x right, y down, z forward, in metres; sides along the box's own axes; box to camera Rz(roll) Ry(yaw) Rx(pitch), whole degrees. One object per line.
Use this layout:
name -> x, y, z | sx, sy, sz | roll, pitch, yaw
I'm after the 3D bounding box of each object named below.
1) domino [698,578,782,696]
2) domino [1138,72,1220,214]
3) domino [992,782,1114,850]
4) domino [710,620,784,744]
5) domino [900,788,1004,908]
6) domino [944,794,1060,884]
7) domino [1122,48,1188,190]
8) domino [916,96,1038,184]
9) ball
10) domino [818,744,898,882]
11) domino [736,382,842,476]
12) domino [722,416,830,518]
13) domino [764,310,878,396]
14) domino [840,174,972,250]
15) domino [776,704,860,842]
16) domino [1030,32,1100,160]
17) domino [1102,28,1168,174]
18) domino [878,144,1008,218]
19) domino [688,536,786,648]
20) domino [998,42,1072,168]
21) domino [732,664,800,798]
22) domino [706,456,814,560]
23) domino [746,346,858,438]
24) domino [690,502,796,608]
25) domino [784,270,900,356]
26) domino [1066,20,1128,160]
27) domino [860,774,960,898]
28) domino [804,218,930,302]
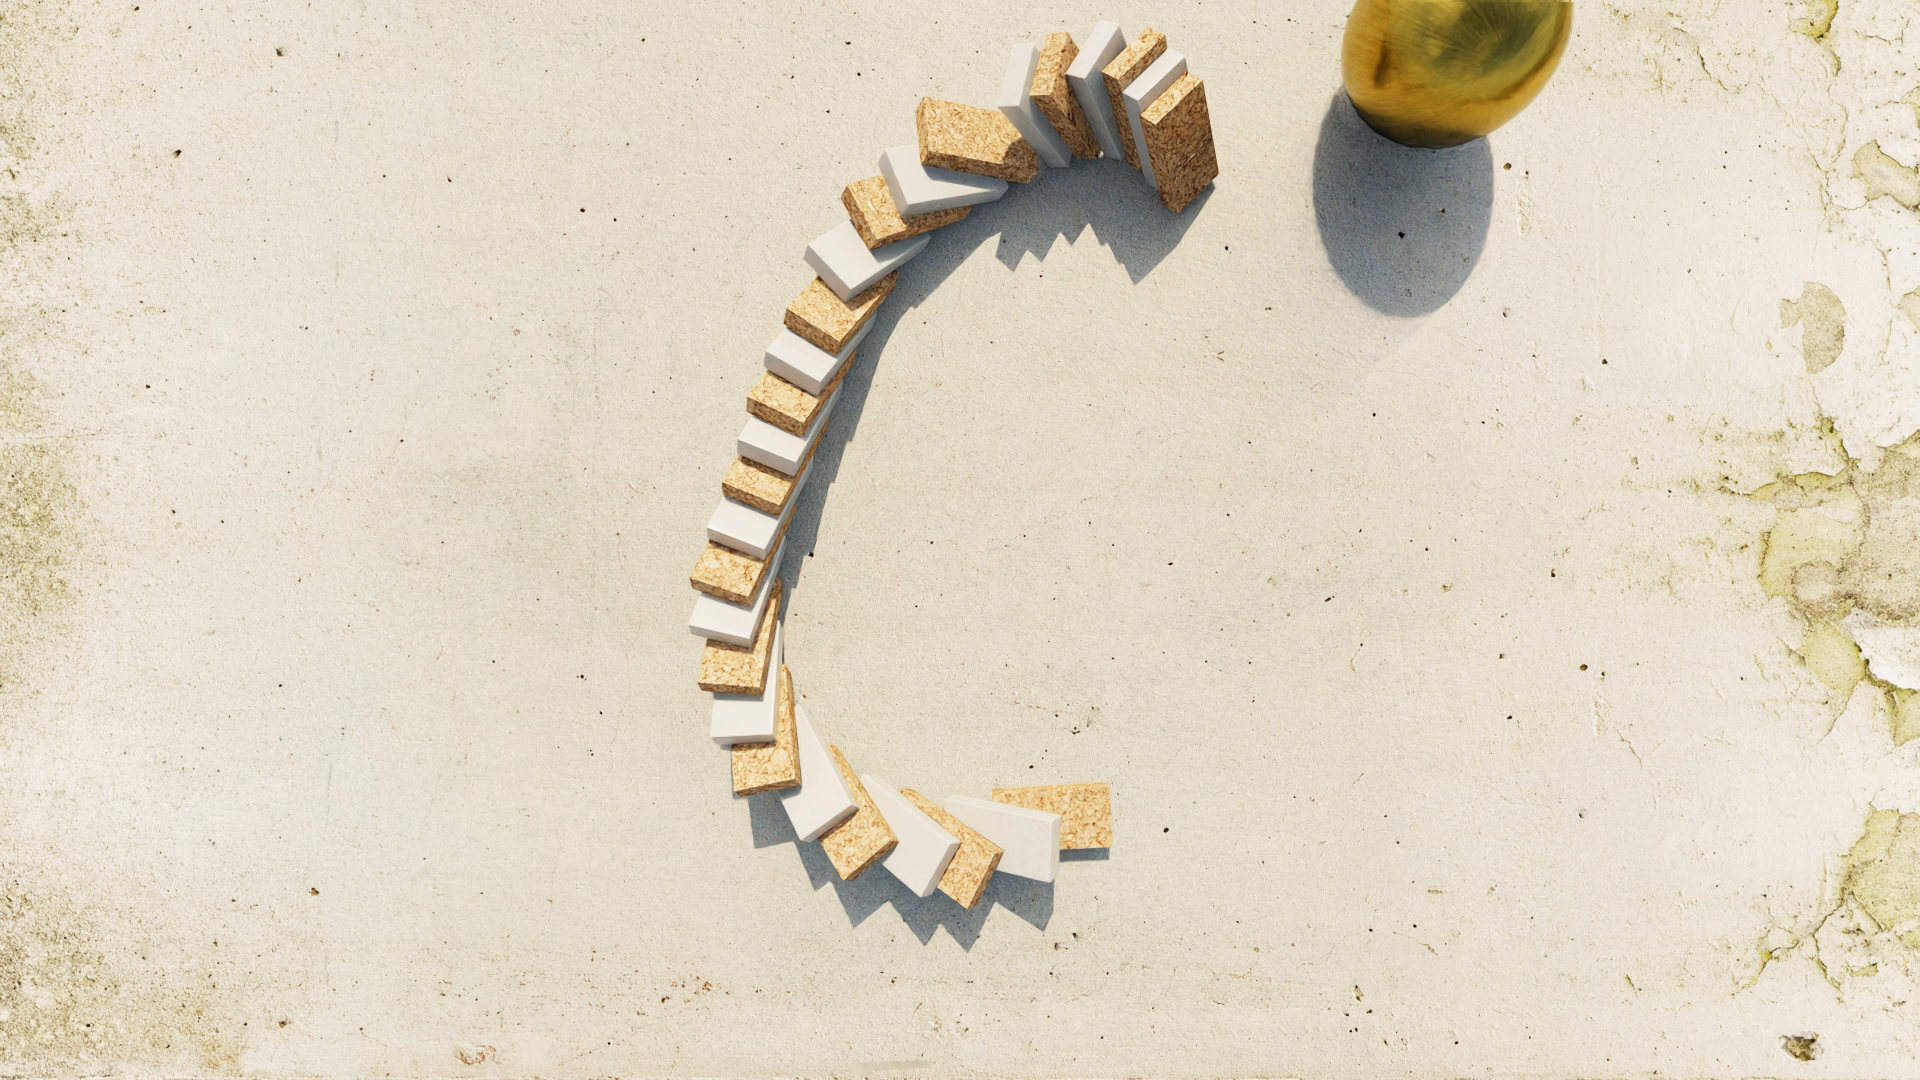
domino -> -0.091, 0.039, 0.383 | 0.025, 0.010, 0.050 | 4, 59, 0
domino -> 0.091, -0.162, 0.376 | 0.025, 0.050, 0.010 | -43, 58, 0
domino -> 0.040, 0.120, 0.395 | 0.050, 0.010, 0.025 | -3, 90, 0
domino -> -0.089, 0.059, 0.383 | 0.025, 0.009, 0.050 | -3, 60, 0
domino -> -0.009, 0.128, 0.384 | 0.050, 0.010, 0.025 | 26, 90, 28
domino -> 0.017, 0.124, 0.384 | 0.050, 0.009, 0.025 | 3, 91, 29
domino -> 0.084, -0.171, 0.376 | 0.025, 0.050, 0.010 | -43, 58, 0
domino -> 0.007, -0.167, 0.383 | 0.050, 0.009, 0.025 | 0, 77, -25
ball -> 0.193, -0.197, 0.360 | 0.080, 0.080, 0.080 | 0, 90, 0
domino -> -0.050, 0.113, 0.384 | 0.025, 0.010, 0.050 | -41, 61, 1
domino -> -0.070, -0.052, 0.381 | 0.025, 0.010, 0.050 | 22, 54, 0
domino -> -0.076, -0.036, 0.383 | 0.025, 0.009, 0.050 | 22, 59, 0
domino -> -0.058, -0.084, 0.382 | 0.025, 0.010, 0.050 | 30, 55, 0
domino -> -0.022, -0.141, 0.384 | 0.050, 0.009, 0.025 | -29, 90, -28
domino -> -0.065, 0.097, 0.384 | 0.025, 0.010, 0.050 | -35, 62, 0
domino -> 0.046, -0.181, 0.376 | 0.010, 0.050, 0.025 | 15, 90, 30
domino -> 0.076, -0.179, 0.376 | 0.025, 0.050, 0.009 | -43, 58, 0
domino -> -0.007, -0.153, 0.383 | 0.050, 0.010, 0.025 | -21, 86, -28
domino -> -0.092, 0.018, 0.383 | 0.025, 0.010, 0.050 | 13, 59, 0
domino -> 0.034, -0.177, 0.376 | 0.009, 0.050, 0.025 | 14, 90, 30
domino -> -0.082, 0.079, 0.383 | 0.025, 0.010, 0.050 | -12, 60, 0
domino -> -0.083, -0.018, 0.383 | 0.025, 0.010, 0.050 | 21, 59, 0
domino -> -0.065, -0.067, 0.381 | 0.025, 0.010, 0.050 | 25, 54, 2
domino -> -0.090, 0.001, 0.382 | 0.025, 0.010, 0.050 | 18, 58, 3
domino -> -0.049, -0.101, 0.382 | 0.025, 0.010, 0.050 | 32, 56, 0
domino -> 0.062, -0.183, 0.376 | 0.010, 0.050, 0.025 | 33, 90, 31
domino -> -0.026, 0.122, 0.382 | 0.050, 0.010, 0.025 | 30, 92, 31
domino -> -0.038, -0.122, 0.383 | 0.025, 0.009, 0.050 | 47, 60, 0
